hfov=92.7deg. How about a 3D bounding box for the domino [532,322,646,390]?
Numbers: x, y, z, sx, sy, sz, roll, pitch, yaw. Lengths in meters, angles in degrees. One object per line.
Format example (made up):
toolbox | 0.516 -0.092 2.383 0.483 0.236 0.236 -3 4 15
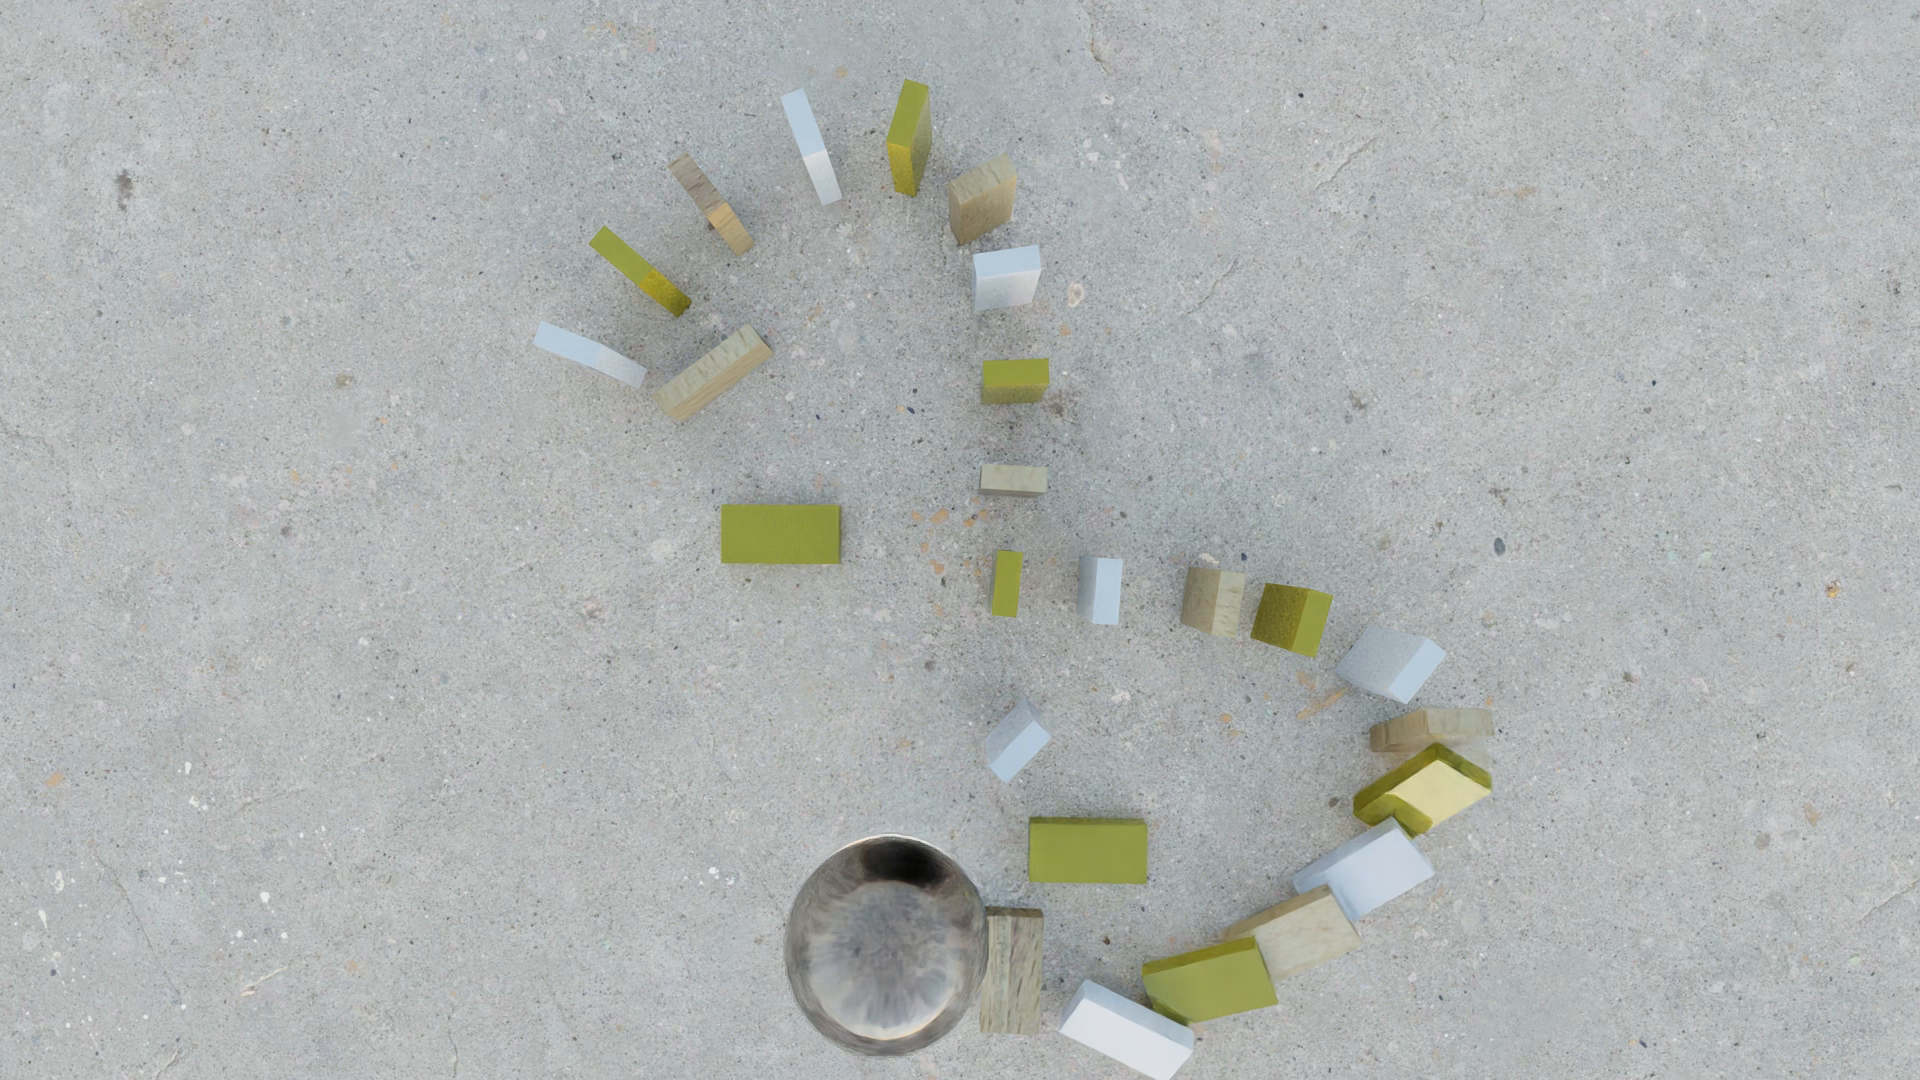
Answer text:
domino | -0.150 -0.075 0.375 0.025 0.050 0.010 21 90 0

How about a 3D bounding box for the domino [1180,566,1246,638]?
domino | 0.103 0.025 0.375 0.009 0.050 0.025 9 90 0

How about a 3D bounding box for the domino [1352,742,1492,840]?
domino | 0.190 0.106 0.380 0.025 0.009 0.050 31 132 0

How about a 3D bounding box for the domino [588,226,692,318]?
domino | -0.129 -0.109 0.375 0.025 0.050 0.010 40 90 0

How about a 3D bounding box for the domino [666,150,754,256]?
domino | -0.101 -0.136 0.375 0.009 0.050 0.025 -38 90 0

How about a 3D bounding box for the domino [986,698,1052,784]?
domino | 0.023 0.081 0.375 0.009 0.050 0.025 44 90 0

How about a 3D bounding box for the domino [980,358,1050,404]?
domino | 0.022 -0.064 0.375 0.025 0.050 0.009 -2 90 0

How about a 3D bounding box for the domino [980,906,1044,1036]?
domino | 0.022 0.186 0.395 0.025 0.009 0.050 3 90 0

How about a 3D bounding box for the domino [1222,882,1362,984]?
domino | 0.140 0.169 0.389 0.050 0.009 0.025 -32 90 15

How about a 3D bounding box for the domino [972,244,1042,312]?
domino | 0.018 -0.106 0.375 0.025 0.050 0.009 -8 90 0

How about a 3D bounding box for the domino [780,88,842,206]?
domino | -0.060 -0.159 0.375 0.009 0.050 0.025 -20 90 0

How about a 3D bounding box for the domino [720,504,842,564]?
domino | -0.077 -0.002 0.395 0.050 0.009 0.025 0 90 0

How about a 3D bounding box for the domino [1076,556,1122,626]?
domino | 0.056 0.020 0.375 0.010 0.050 0.025 4 90 0

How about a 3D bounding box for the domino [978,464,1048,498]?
domino | 0.021 -0.024 0.375 0.025 0.050 0.010 4 90 0

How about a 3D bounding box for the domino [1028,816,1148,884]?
domino | 0.055 0.134 0.395 0.050 0.010 0.025 1 90 0

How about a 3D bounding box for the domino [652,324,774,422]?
domino | -0.104 -0.070 0.388 0.050 0.025 0.009 -37 90 0

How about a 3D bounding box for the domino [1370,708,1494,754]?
domino | 0.192 0.079 0.375 0.025 0.050 0.010 3 69 0

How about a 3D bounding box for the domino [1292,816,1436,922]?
domino | 0.170 0.142 0.388 0.050 0.010 0.025 -40 90 17

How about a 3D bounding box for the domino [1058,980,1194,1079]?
domino | 0.070 0.209 0.389 0.050 0.010 0.025 25 117 2

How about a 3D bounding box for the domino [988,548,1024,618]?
domino | 0.018 0.017 0.375 0.009 0.050 0.025 6 90 0

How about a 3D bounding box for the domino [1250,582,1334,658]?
domino | 0.135 0.032 0.375 0.009 0.050 0.025 16 90 0

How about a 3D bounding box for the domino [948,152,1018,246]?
domino | 0.009 -0.138 0.375 0.025 0.050 0.010 -28 90 0

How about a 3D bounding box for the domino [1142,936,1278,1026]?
domino | 0.106 0.188 0.389 0.050 0.010 0.025 -21 90 15

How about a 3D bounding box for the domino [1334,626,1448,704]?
domino | 0.175 0.050 0.375 0.010 0.050 0.025 38 90 0

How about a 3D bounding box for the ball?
ball | -0.028 0.158 0.360 0.080 0.080 0.080 0 90 0

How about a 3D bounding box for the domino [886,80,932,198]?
domino | -0.020 -0.163 0.375 0.009 0.050 0.025 17 90 0
